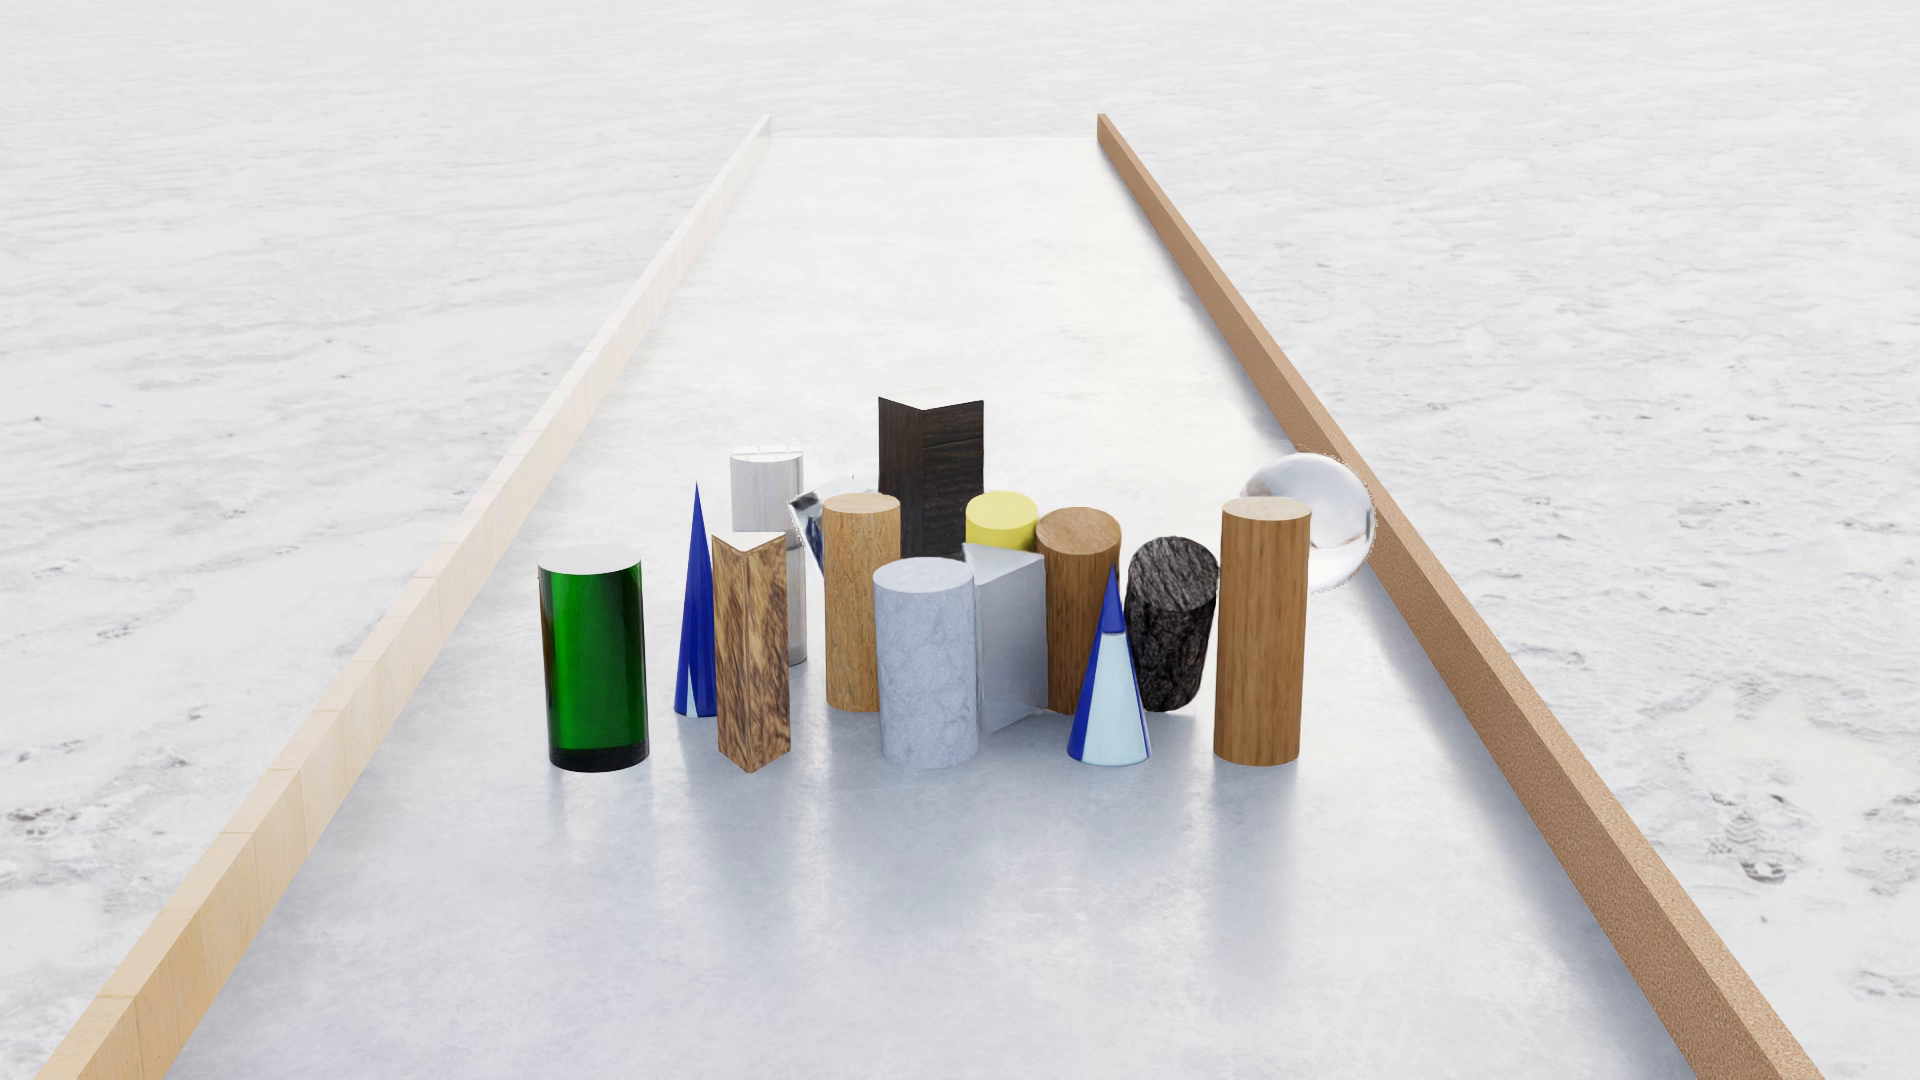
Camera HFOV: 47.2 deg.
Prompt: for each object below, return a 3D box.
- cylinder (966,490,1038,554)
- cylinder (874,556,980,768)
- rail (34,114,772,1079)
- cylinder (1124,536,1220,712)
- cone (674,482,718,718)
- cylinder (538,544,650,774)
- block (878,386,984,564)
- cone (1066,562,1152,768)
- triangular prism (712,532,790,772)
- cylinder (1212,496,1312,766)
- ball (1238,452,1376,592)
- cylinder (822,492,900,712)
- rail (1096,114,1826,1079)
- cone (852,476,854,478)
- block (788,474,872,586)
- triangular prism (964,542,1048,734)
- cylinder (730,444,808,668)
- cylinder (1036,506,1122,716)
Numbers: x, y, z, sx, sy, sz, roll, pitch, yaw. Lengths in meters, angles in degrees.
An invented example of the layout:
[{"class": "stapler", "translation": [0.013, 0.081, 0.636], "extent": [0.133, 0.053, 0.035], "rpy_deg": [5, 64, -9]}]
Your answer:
[{"class": "cylinder", "translation": [0.080, 0.109, 4.129], "extent": [0.132, 0.394, 0.132], "rpy_deg": [-1, 33, 1]}, {"class": "cylinder", "translation": [-0.059, 0.216, 3.901], "extent": [0.176, 0.331, 0.176], "rpy_deg": [-2, 20, 1]}, {"class": "rail", "translation": [-1.118, -0.838, 7.780], "extent": [0.050, 0.150, 12.000], "rpy_deg": [0, 17, -1]}, {"class": "cylinder", "translation": [0.379, 0.158, 4.045], "extent": [0.164, 0.342, 0.164], "rpy_deg": [0, 54, -1]}, {"class": "cone", "translation": [-0.484, 0.101, 4.103], "extent": [0.118, 0.447, 0.118], "rpy_deg": [0, 17, 0]}, {"class": "cylinder", "translation": [-0.646, 0.208, 3.887], "extent": [0.180, 0.365, 0.180], "rpy_deg": [0, 17, 0]}, {"class": "block", "translation": [-0.063, -0.109, 4.856], "extent": [0.165, 0.420, 0.165], "rpy_deg": [-12, 20, -35]}, {"class": "cone", "translation": [0.268, 0.209, 3.902], "extent": [0.154, 0.354, 0.154], "rpy_deg": [0, 17, 0]}, {"class": "triangular prism", "translation": [-0.353, 0.190, 3.874], "extent": [0.111, 0.407, 0.128], "rpy_deg": [-10, 19, -29]}, {"class": "cylinder", "translation": [0.533, 0.161, 3.890], "extent": [0.155, 0.452, 0.155], "rpy_deg": [0, 17, 0]}, {"class": "ball", "translation": [0.636, -0.032, 4.065], "extent": [0.259, 0.259, 0.259], "rpy_deg": [0, 17, 0]}, {"class": "cylinder", "translation": [-0.183, 0.117, 4.150], "extent": [0.144, 0.389, 0.144], "rpy_deg": [0, 17, 0]}, {"class": "rail", "translation": [0.932, -0.844, 7.801], "extent": [0.050, 0.150, 12.000], "rpy_deg": [0, 17, -1]}, {"class": "cone", "translation": [-0.224, 0.006, 4.668], "extent": [0.116, 0.308, 0.116], "rpy_deg": [0, 17, 0]}, {"class": "block", "translation": [-0.190, 0.071, 4.299], "extent": [0.127, 0.370, 0.127], "rpy_deg": [-30, 26, -18]}, {"class": "triangular prism", "translation": [0.056, 0.168, 4.033], "extent": [0.155, 0.320, 0.135], "rpy_deg": [-23, 35, -31]}, {"class": "cylinder", "translation": [-0.380, 0.032, 4.372], "extent": [0.145, 0.425, 0.145], "rpy_deg": [0, 17, 0]}, {"class": "cylinder", "translation": [0.216, 0.133, 4.079], "extent": [0.154, 0.369, 0.154], "rpy_deg": [0, 35, 0]}]
